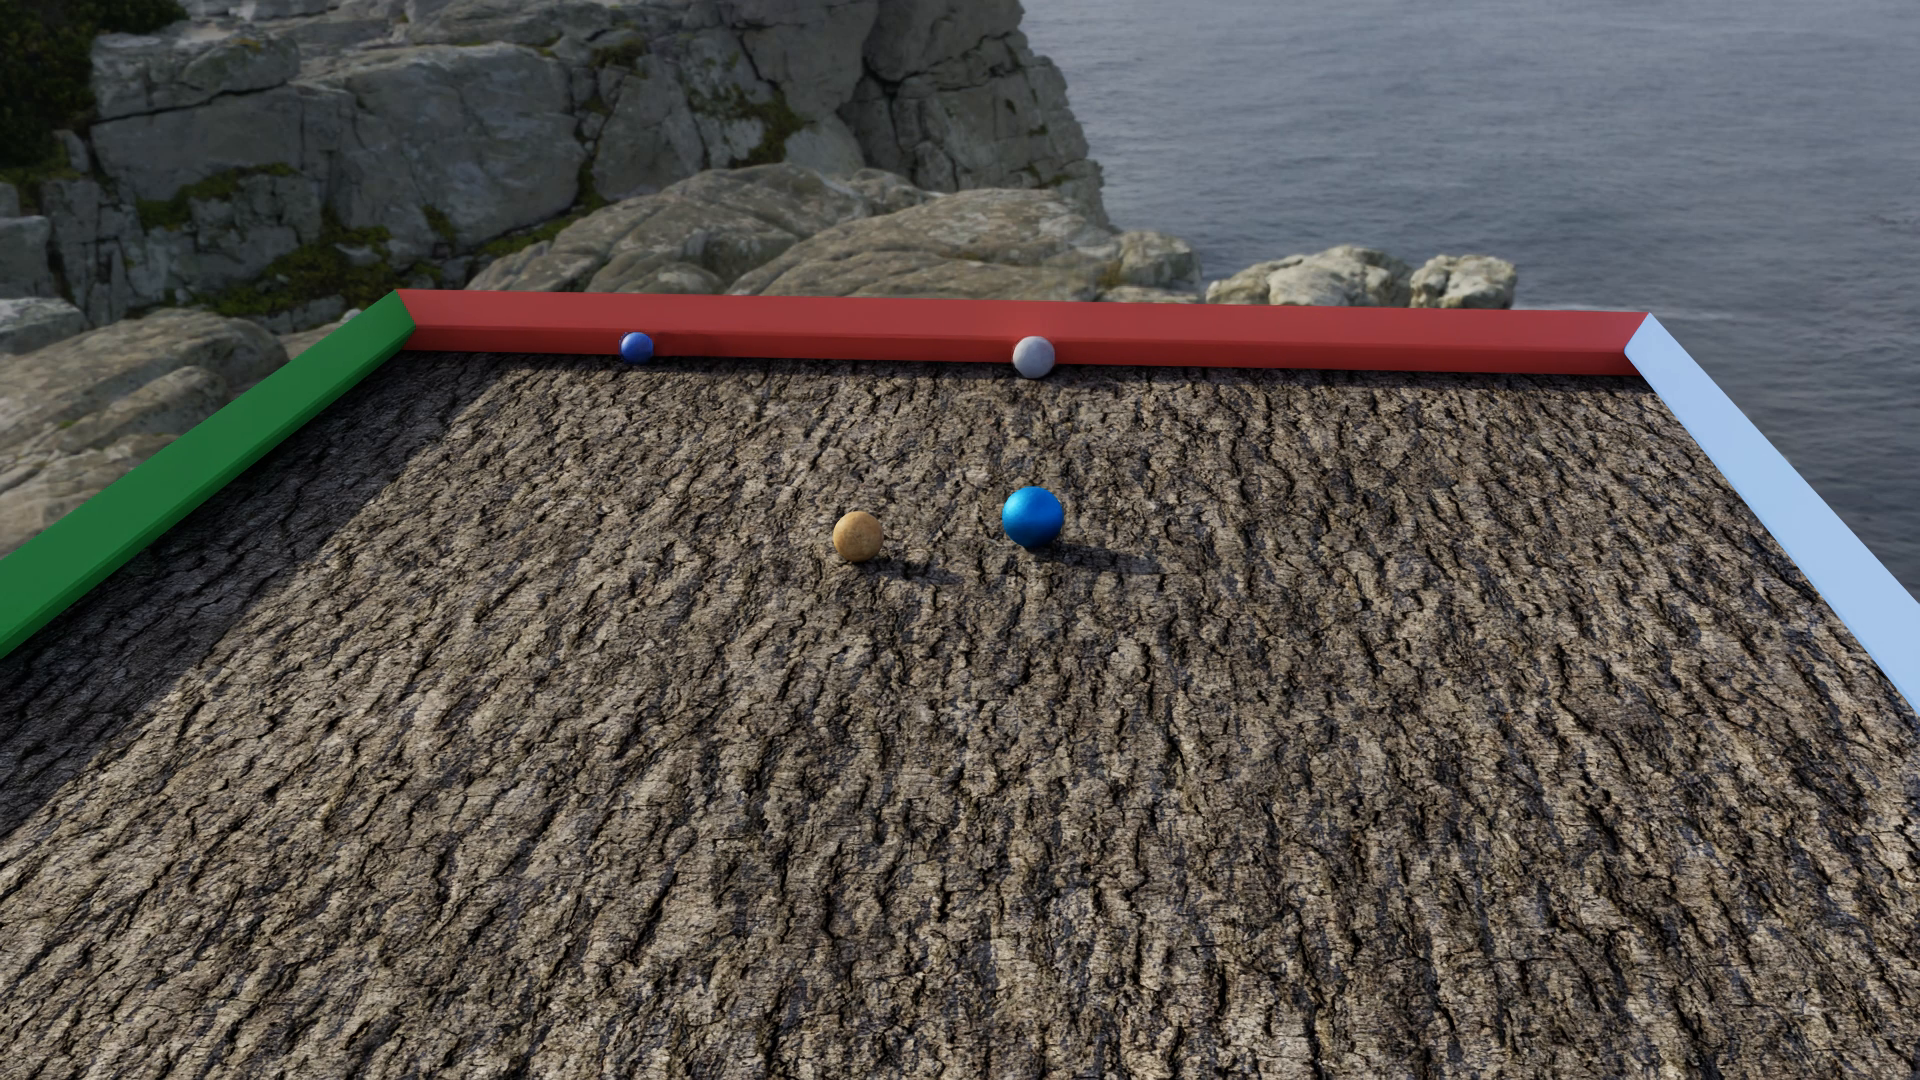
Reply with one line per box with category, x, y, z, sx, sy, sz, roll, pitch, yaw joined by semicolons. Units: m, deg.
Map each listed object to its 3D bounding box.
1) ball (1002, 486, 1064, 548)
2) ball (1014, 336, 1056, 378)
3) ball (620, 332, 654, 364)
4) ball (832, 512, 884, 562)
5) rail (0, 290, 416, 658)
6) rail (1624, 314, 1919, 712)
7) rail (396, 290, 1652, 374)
ball;0.089;-0.028;2.690;0.075;0.075;0.075;0;19;0
ball;0.117;-0.286;3.441;0.067;0.067;0.067;0;19;0
ball;-0.516;-0.307;3.521;0.053;0.053;0.053;0;19;0
ball;-0.122;-0.004;2.642;0.062;0.062;0.062;0;19;0
rail;-1.055;0.272;1.792;0.045;0.101;3.847;2;19;4
rail;0.899;0.325;1.642;0.045;0.101;3.847;2;19;4
rail;0.076;-0.327;3.504;2.008;0.101;0.045;2;19;4
